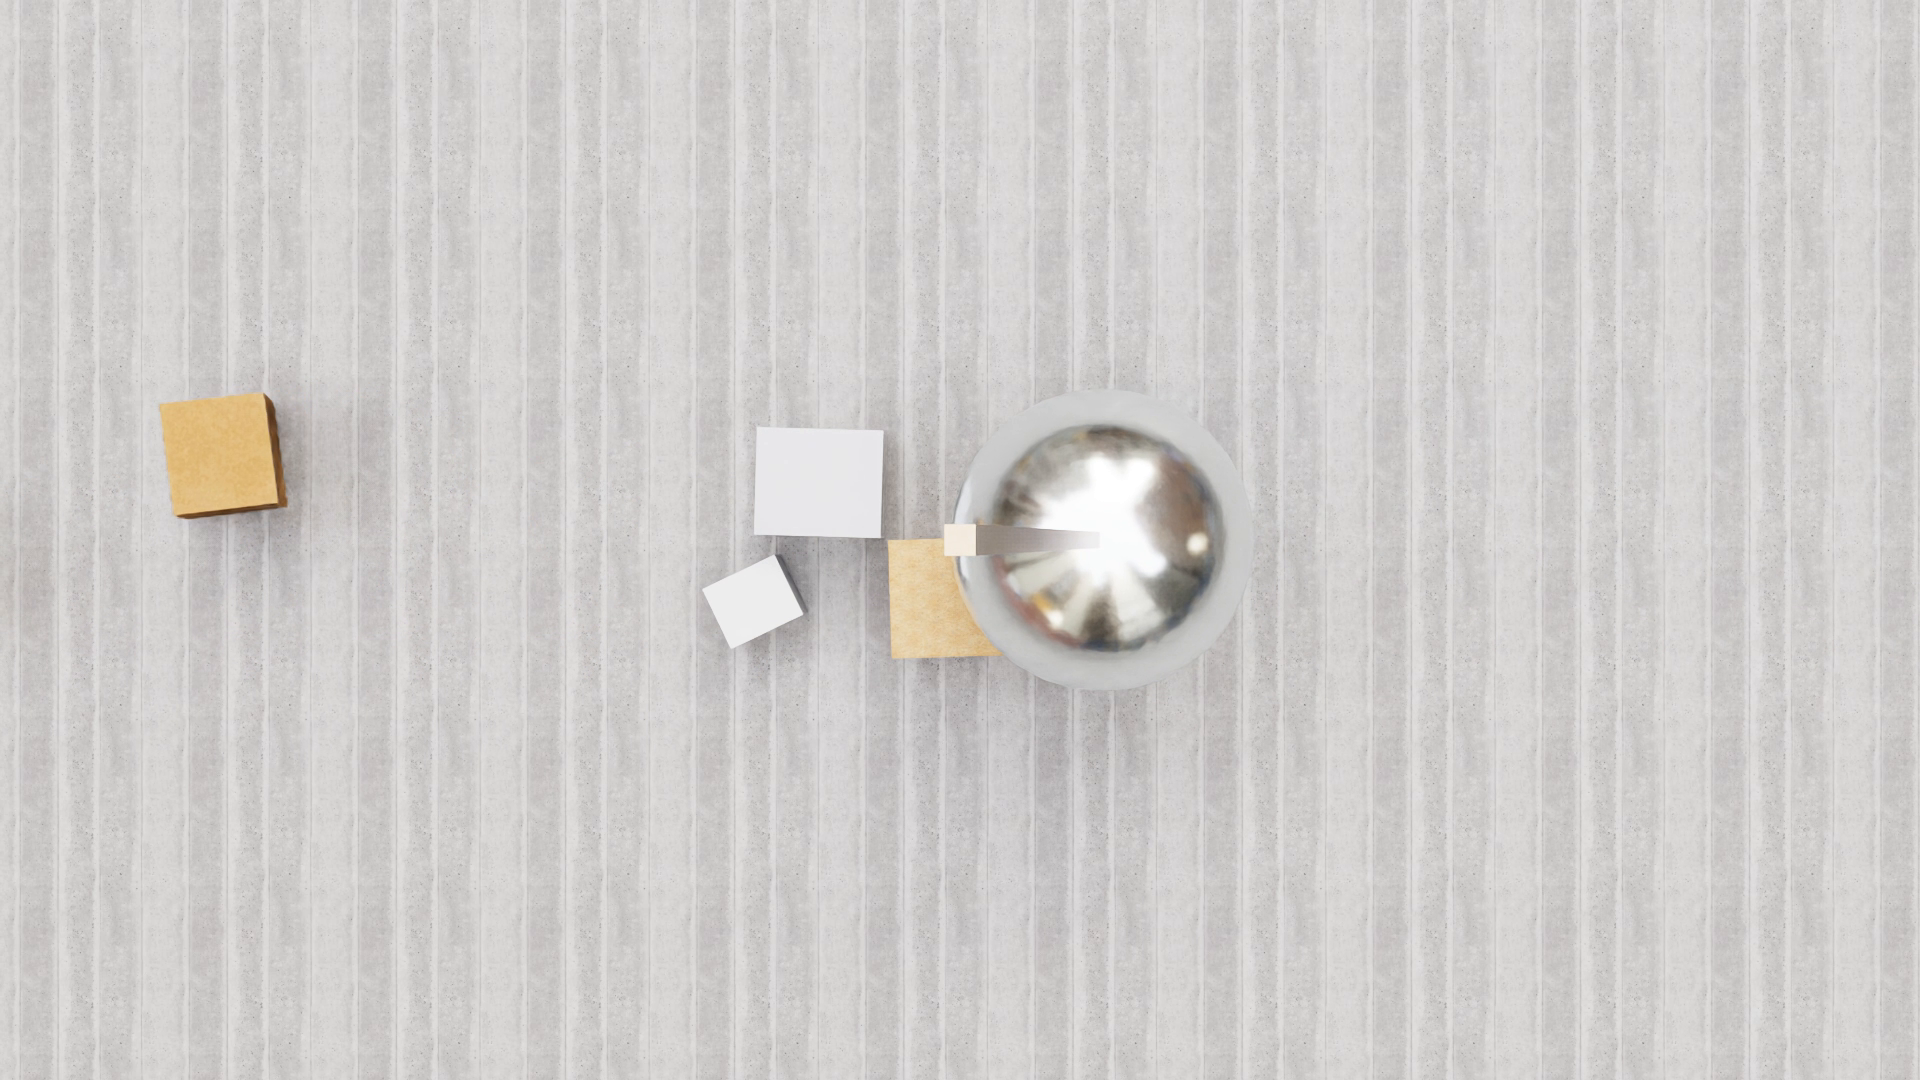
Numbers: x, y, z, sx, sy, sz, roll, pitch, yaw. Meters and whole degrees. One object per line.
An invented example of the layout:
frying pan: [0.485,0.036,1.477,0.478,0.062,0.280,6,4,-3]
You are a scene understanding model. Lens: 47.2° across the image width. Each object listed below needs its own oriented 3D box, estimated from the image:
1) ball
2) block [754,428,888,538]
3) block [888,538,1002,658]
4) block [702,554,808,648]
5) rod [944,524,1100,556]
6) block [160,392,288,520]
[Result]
ball: [0.745,0.000,11.586,1.600,1.600,1.600,0,90,0]
block: [-0.791,-0.322,12.656,0.707,0.688,0.601,2,90,0]
block: [-0.003,0.321,12.648,0.779,0.703,0.663,-2,90,0]
block: [-1.181,0.353,12.765,0.455,0.470,0.379,-26,90,0]
rod: [0.323,0.000,8.212,0.080,5.200,0.080,0,90,7]
block: [-4.226,-0.478,12.648,0.563,0.600,0.628,-8,90,-12]
